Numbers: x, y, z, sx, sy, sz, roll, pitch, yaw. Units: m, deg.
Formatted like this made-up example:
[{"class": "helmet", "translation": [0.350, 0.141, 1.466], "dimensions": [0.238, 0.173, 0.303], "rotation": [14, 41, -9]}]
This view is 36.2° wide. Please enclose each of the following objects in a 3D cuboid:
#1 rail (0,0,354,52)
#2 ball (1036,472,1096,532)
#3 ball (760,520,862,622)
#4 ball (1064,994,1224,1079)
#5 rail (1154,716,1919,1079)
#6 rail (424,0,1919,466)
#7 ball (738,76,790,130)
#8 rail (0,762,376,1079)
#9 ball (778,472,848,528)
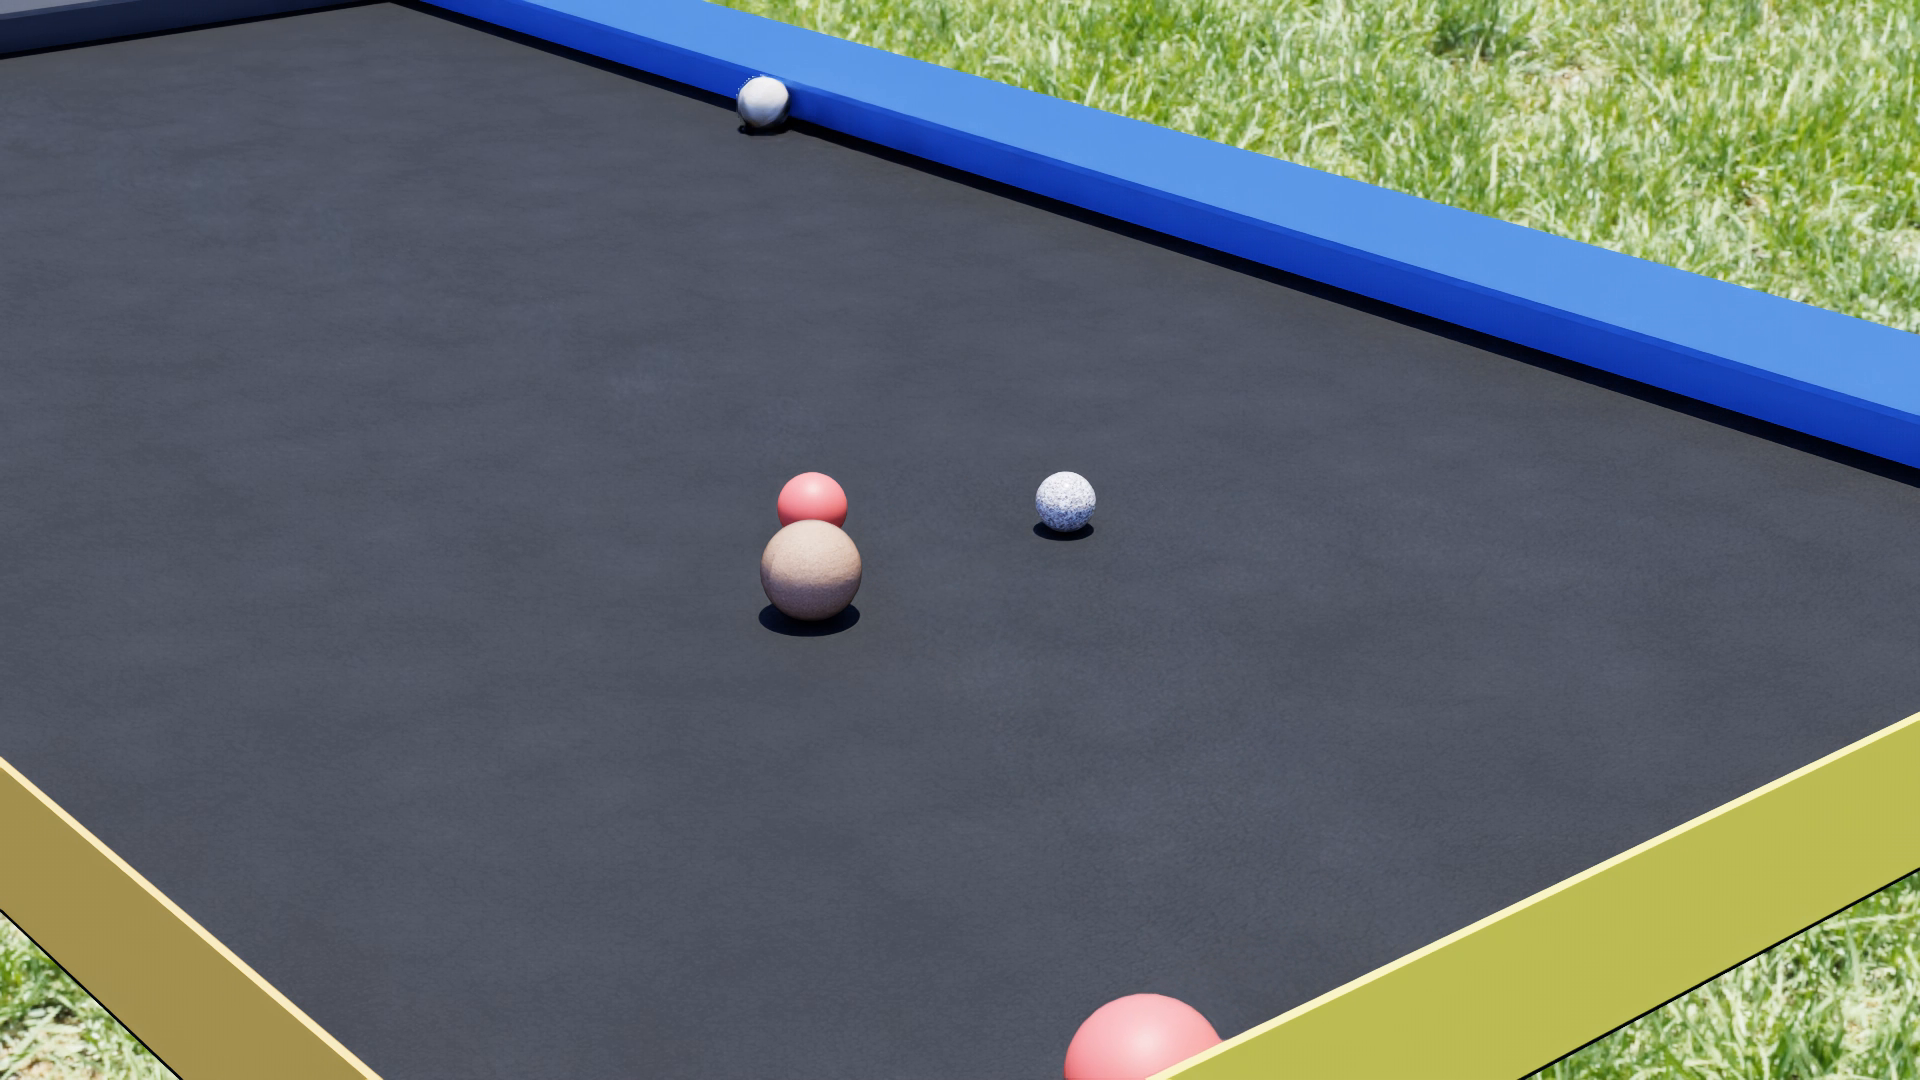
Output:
[{"class": "rail", "translation": [-1.543, -0.725, 4.189], "dimensions": [1.712, 0.124, 0.045], "rotation": [-17, 28, -36]}, {"class": "ball", "translation": [0.093, -0.033, 2.577], "dimensions": [0.054, 0.054, 0.054], "rotation": [0, 22, 0]}, {"class": "ball", "translation": [-0.121, 0.025, 2.394], "dimensions": [0.083, 0.083, 0.083], "rotation": [0, 22, 0]}, {"class": "ball", "translation": [0.107, 0.307, 1.680], "dimensions": [0.095, 0.095, 0.095], "rotation": [0, 22, 0]}, {"class": "rail", "translation": [0.504, 0.203, 1.897], "dimensions": [1.712, 0.124, 0.045], "rotation": [-17, 28, -36]}, {"class": "rail", "translation": [0.122, -0.460, 3.535], "dimensions": [0.045, 0.124, 3.258], "rotation": [-17, 28, -36]}, {"class": "ball", "translation": [-0.260, -0.579, 3.902], "dimensions": [0.071, 0.071, 0.071], "rotation": [0, 22, 0]}, {"class": "rail", "translation": [-1.161, -0.062, 2.551], "dimensions": [0.045, 0.124, 3.258], "rotation": [-17, 28, -36]}, {"class": "ball", "translation": [-0.128, -0.028, 2.554], "dimensions": [0.061, 0.061, 0.061], "rotation": [0, 22, 0]}]
